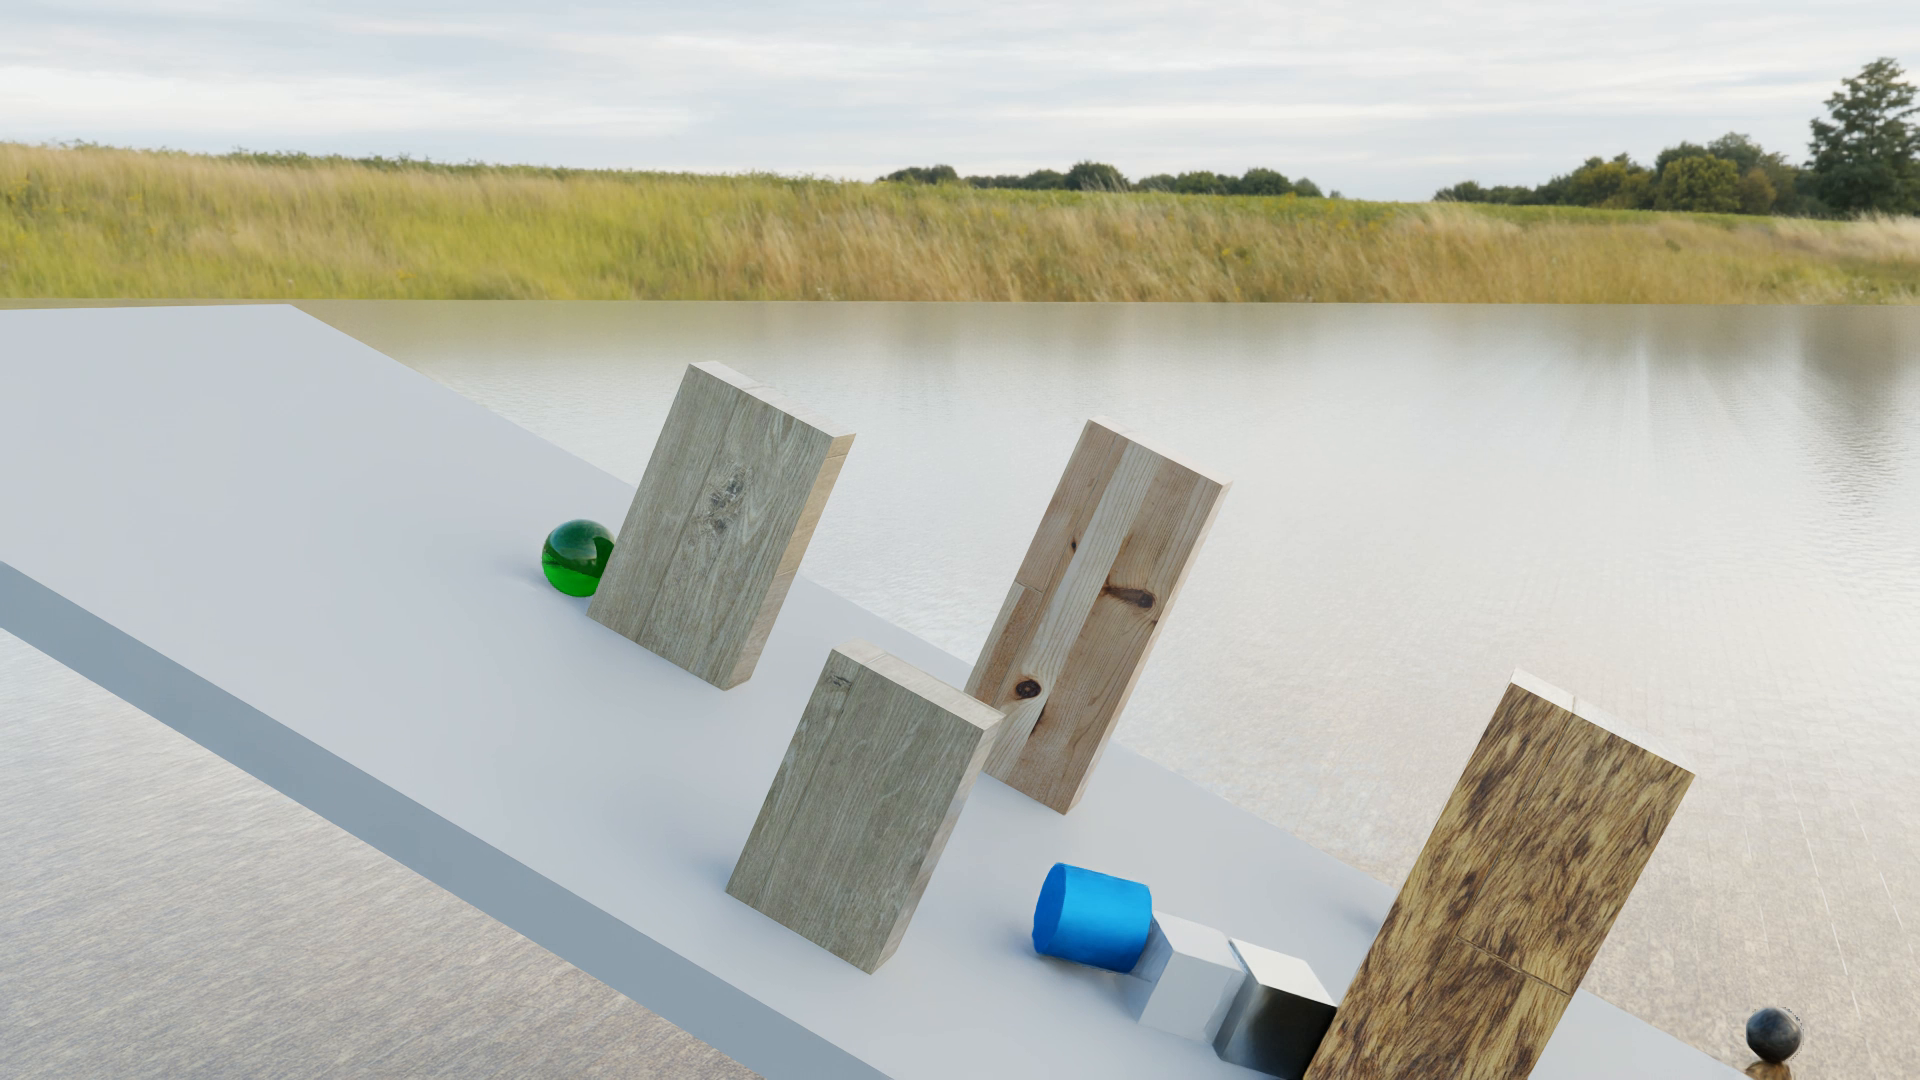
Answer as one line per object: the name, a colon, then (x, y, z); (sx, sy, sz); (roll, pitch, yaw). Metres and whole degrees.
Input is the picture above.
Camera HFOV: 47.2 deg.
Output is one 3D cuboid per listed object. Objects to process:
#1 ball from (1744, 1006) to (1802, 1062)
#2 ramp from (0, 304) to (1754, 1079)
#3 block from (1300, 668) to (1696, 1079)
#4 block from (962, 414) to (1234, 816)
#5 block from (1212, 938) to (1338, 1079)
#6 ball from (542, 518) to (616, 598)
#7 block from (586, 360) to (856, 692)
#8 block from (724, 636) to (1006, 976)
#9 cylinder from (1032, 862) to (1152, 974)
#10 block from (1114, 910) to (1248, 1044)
ball: (1.916, 1.165, 5.182); (0.126, 0.126, 0.126); (0, 7, 0)
ramp: (-0.268, 0.459, 4.173); (4.000, 0.100, 2.000); (27, 14, 12)
block: (0.837, 0.630, 3.498); (0.302, 0.795, 0.139); (27, 14, 12)
block: (0.249, 0.151, 4.425); (0.296, 0.744, 0.123); (27, 14, 12)
block: (0.512, 0.791, 3.707); (0.151, 0.151, 0.151); (20, 14, -18)
ball: (-0.756, 0.035, 4.394); (0.159, 0.159, 0.159); (0, 7, 0)
block: (-0.469, -0.029, 4.296); (0.324, 0.549, 0.127); (27, 14, 12)
block: (-0.148, 0.410, 3.413); (0.266, 0.434, 0.120); (27, 14, 12)
cylinder: (0.223, 0.640, 3.723); (0.155, 0.155, 0.155); (16, 4, -12)
block: (0.371, 0.734, 3.700); (0.142, 0.142, 0.142); (20, 14, -18)
